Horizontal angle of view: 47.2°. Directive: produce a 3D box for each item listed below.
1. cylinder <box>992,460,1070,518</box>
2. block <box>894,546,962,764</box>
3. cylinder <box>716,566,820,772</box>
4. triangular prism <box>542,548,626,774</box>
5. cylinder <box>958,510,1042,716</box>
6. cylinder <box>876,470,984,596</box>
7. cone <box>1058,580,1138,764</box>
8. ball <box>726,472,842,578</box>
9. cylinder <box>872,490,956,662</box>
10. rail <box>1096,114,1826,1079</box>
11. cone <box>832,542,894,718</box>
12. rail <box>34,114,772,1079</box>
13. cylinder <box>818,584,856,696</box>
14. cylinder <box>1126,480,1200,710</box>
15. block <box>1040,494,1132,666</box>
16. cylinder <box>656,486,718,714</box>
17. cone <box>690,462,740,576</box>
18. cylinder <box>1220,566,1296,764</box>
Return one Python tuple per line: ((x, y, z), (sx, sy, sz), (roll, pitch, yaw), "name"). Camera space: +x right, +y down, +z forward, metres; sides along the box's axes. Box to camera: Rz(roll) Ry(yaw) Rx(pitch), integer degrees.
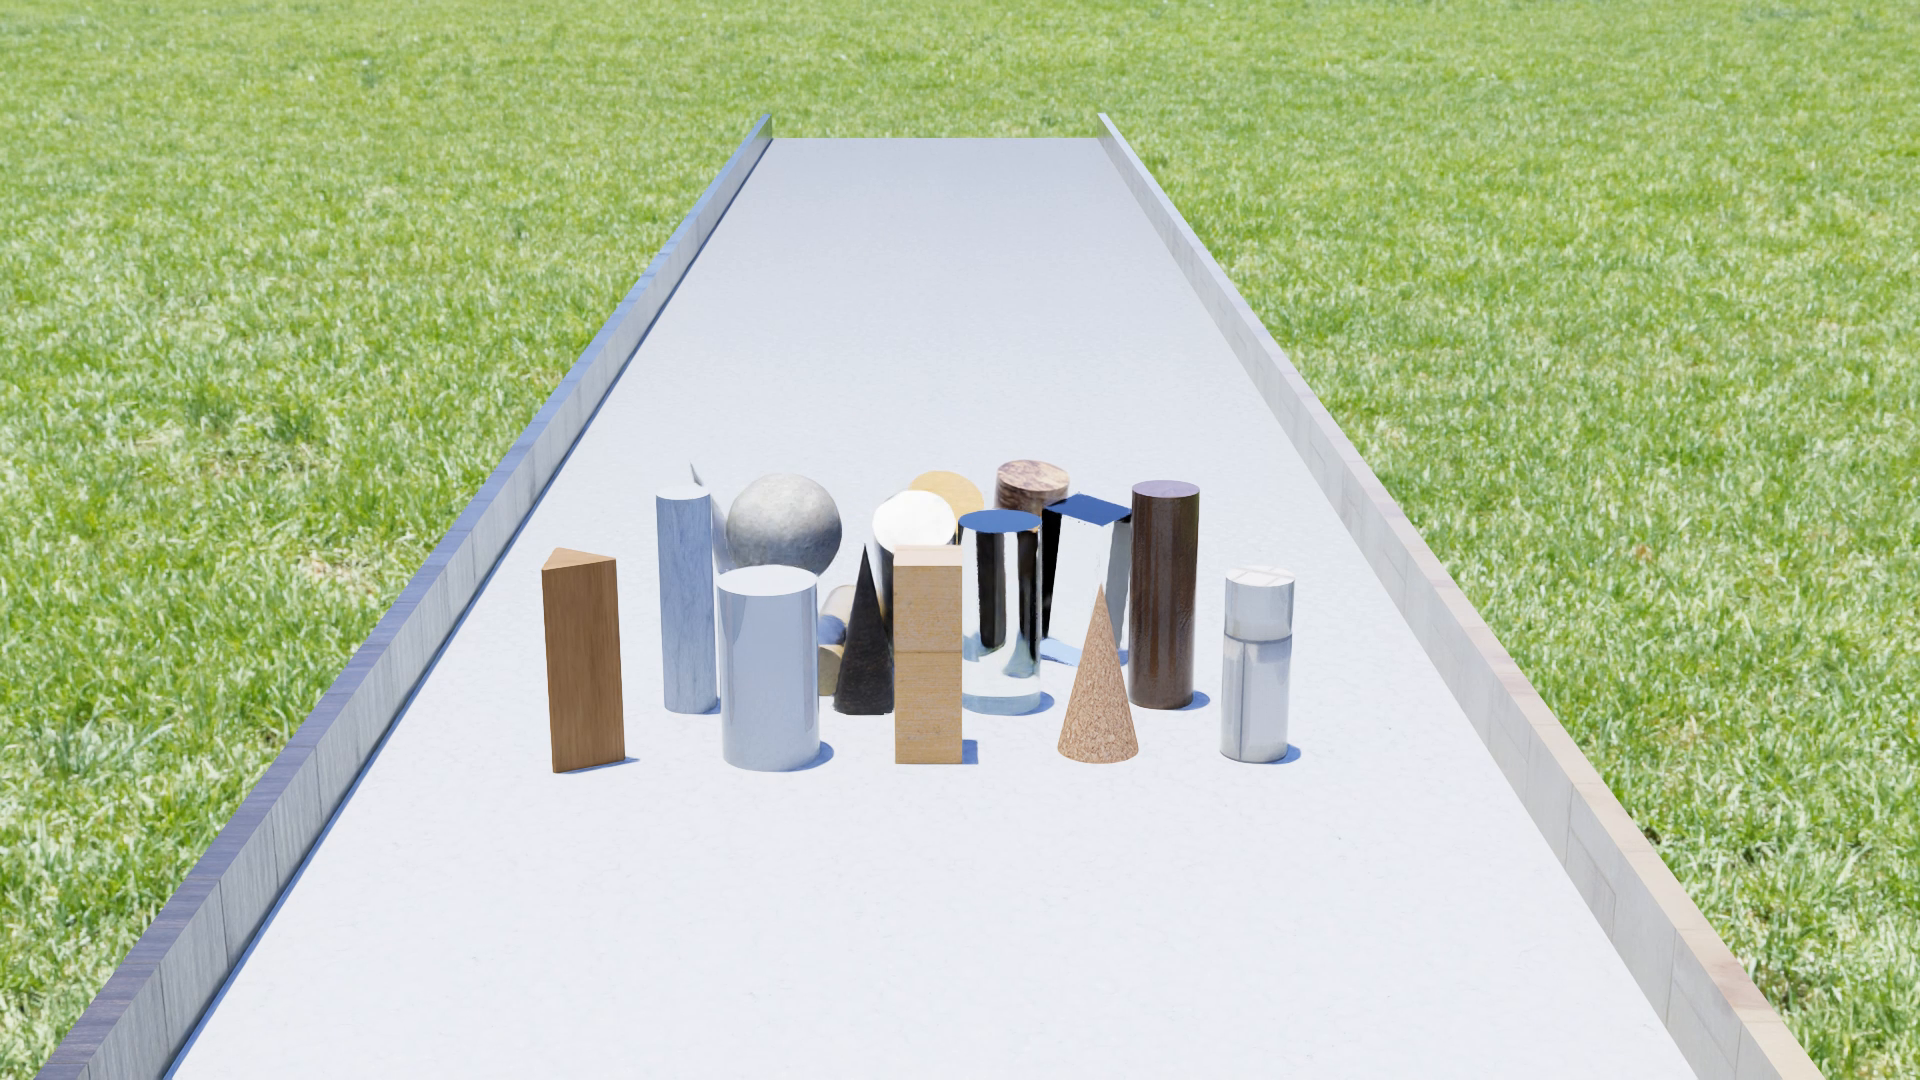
((0.133, 0.021, 4.519), (0.149, 0.341, 0.149), (4, 26, -2), "cylinder")
((-0.056, 0.203, 3.898), (0.119, 0.368, 0.119), (0, 17, 0), "block")
((-0.338, 0.226, 3.897), (0.176, 0.325, 0.176), (0, 17, 0), "cylinder")
((-0.681, 0.206, 3.877), (0.133, 0.374, 0.115), (-9, 19, -28), "triangular prism")
((0.074, 0.135, 4.146), (0.158, 0.357, 0.158), (0, 17, 0), "cylinder")
((-0.067, 0.033, 4.441), (0.155, 0.368, 0.155), (8, 52, -10), "cylinder")
((0.249, 0.223, 3.918), (0.148, 0.319, 0.148), (0, 17, 0), "cone")
((-0.338, -0.019, 4.235), (0.222, 0.222, 0.222), (0, 17, 0), "ball")
((-0.083, 0.082, 4.238), (0.153, 0.398, 0.153), (0, 55, 1), "cylinder")
((0.932, -0.844, 7.801), (0.050, 0.150, 12.000), (0, 17, -1), "rail")
((-0.177, 0.158, 4.128), (0.130, 0.323, 0.130), (0, 17, 0), "cone")
((-1.118, -0.838, 7.780), (0.050, 0.150, 12.000), (0, 17, -1), "rail")
((-0.250, 0.196, 4.390), (0.100, 0.100, 0.394), (2, 17, 5), "cylinder")
((0.383, 0.104, 4.150), (0.127, 0.416, 0.127), (0, 17, 0), "cylinder")
((0.244, 0.080, 4.403), (0.137, 0.302, 0.137), (18, 24, 31), "block")
((-0.511, 0.112, 4.116), (0.100, 0.418, 0.100), (0, 17, 0), "cylinder")
((-0.451, 0.032, 4.329), (0.130, 0.433, 0.130), (-18, 21, 7), "cone")
((0.527, 0.221, 3.904), (0.121, 0.330, 0.121), (0, 17, 0), "cylinder")
